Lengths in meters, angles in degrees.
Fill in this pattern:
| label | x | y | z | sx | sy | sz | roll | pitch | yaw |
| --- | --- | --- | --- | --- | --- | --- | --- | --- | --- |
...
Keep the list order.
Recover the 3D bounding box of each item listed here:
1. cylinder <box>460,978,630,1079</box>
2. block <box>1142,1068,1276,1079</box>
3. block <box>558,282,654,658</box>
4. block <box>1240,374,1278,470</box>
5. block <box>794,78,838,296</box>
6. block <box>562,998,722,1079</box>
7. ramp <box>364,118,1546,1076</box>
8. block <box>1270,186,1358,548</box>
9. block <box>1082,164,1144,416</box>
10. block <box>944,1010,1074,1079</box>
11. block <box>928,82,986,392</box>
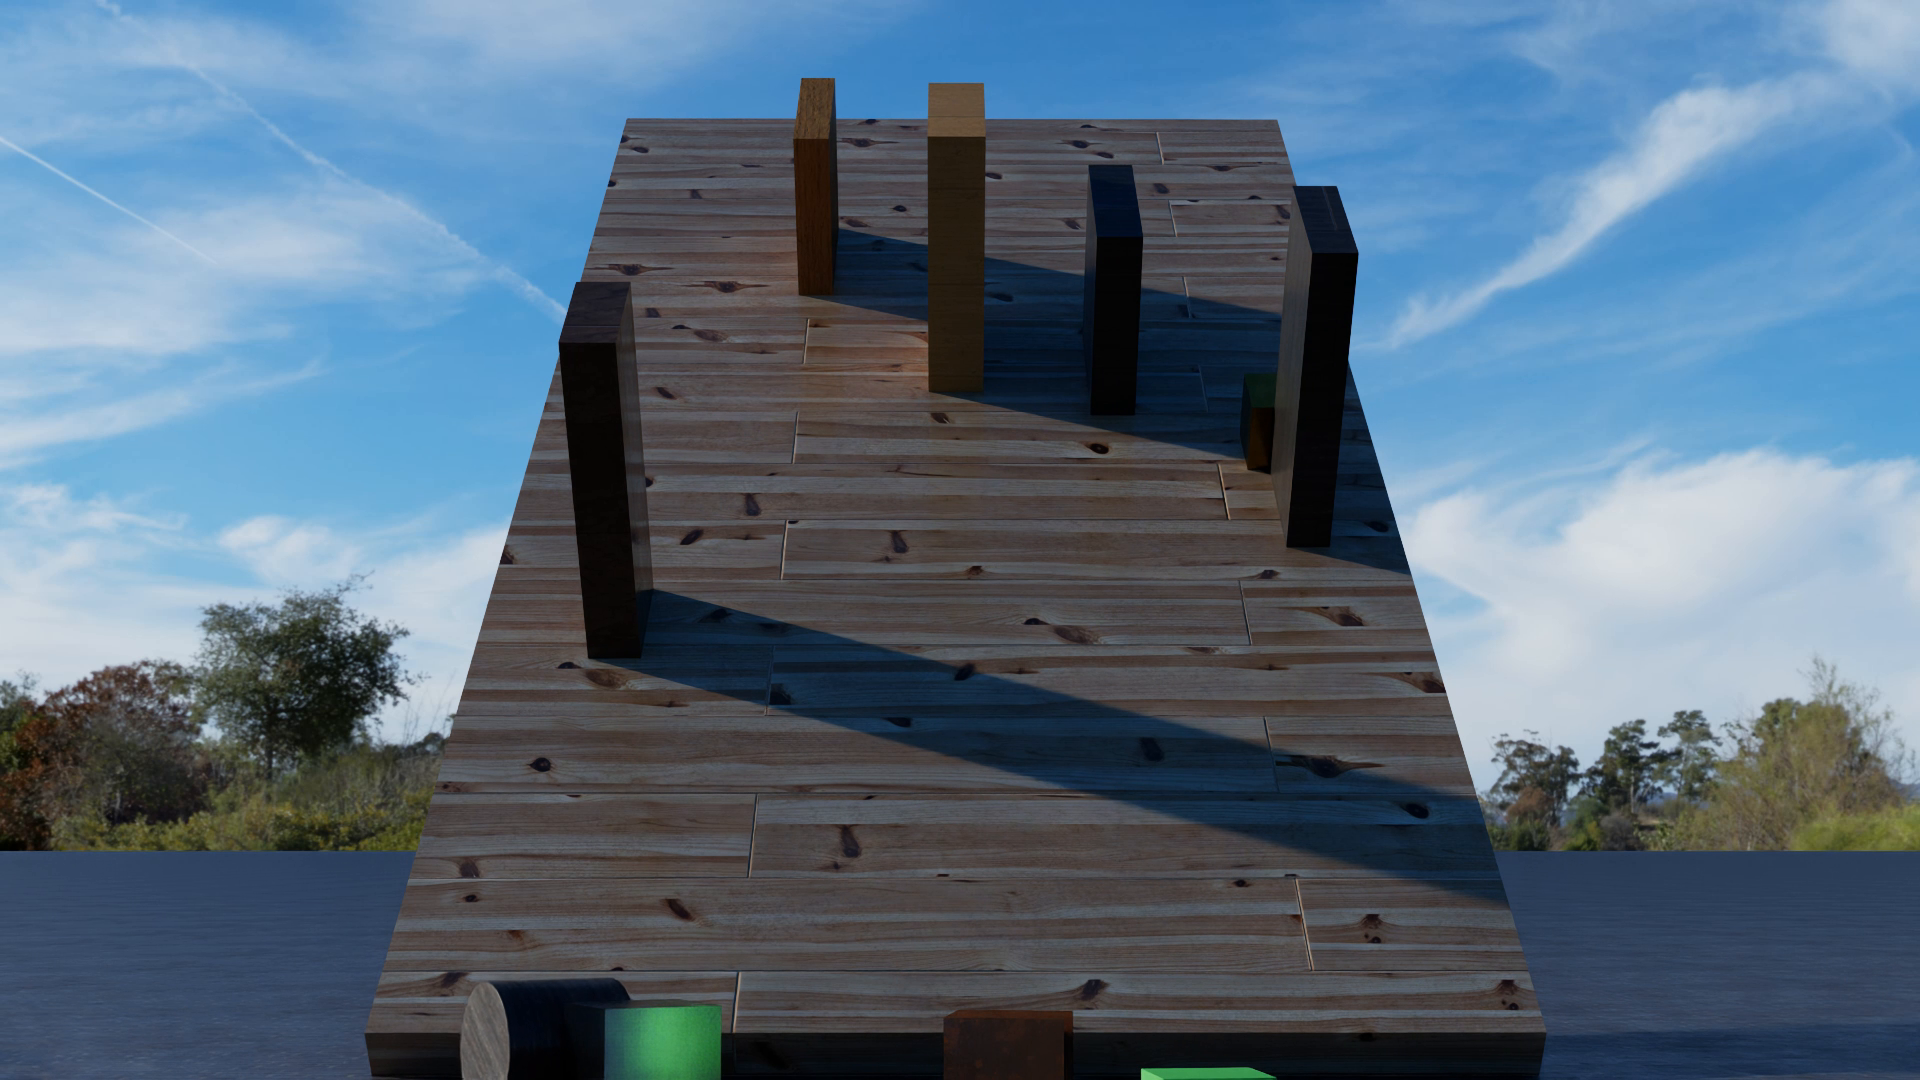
| label | x | y | z | sx | sy | sz | roll | pitch | yaw |
| --- | --- | --- | --- | --- | --- | --- | --- | --- | --- |
| cylinder | -0.601 | 0.742 | 3.575 | 0.196 | 0.196 | 0.196 | 4 | -8 | -31 |
| block | 0.287 | 0.682 | 2.827 | 0.131 | 0.131 | 0.131 | 1 | -7 | -7 |
| block | -0.715 | -0.136 | 4.987 | 0.109 | 0.735 | 0.263 | 0 | 32 | 0 |
| block | 0.756 | -0.279 | 5.760 | 0.167 | 0.167 | 0.167 | 0 | 32 | -1 |
| block | -0.383 | -0.950 | 6.558 | 0.091 | 0.444 | 0.418 | 0 | 32 | 0 |
| block | -0.448 | 0.738 | 3.437 | 0.171 | 0.171 | 0.171 | 4 | -8 | -28 |
| ramp | -0.015 | -0.188 | 5.860 | 2.000 | 0.100 | 4.000 | 0 | 32 | 0 |
| block | 0.775 | -0.379 | 5.398 | 0.096 | 0.720 | 0.339 | 0 | 32 | 0 |
| block | 0.371 | -0.615 | 6.002 | 0.108 | 0.475 | 0.417 | 0 | 32 | 0 |
| block | 0.068 | 0.732 | 3.352 | 0.162 | 0.162 | 0.162 | -1 | -7 | 7 |
| block | -0.010 | -0.741 | 6.012 | 0.135 | 0.675 | 0.334 | 0 | 32 | 0 |
